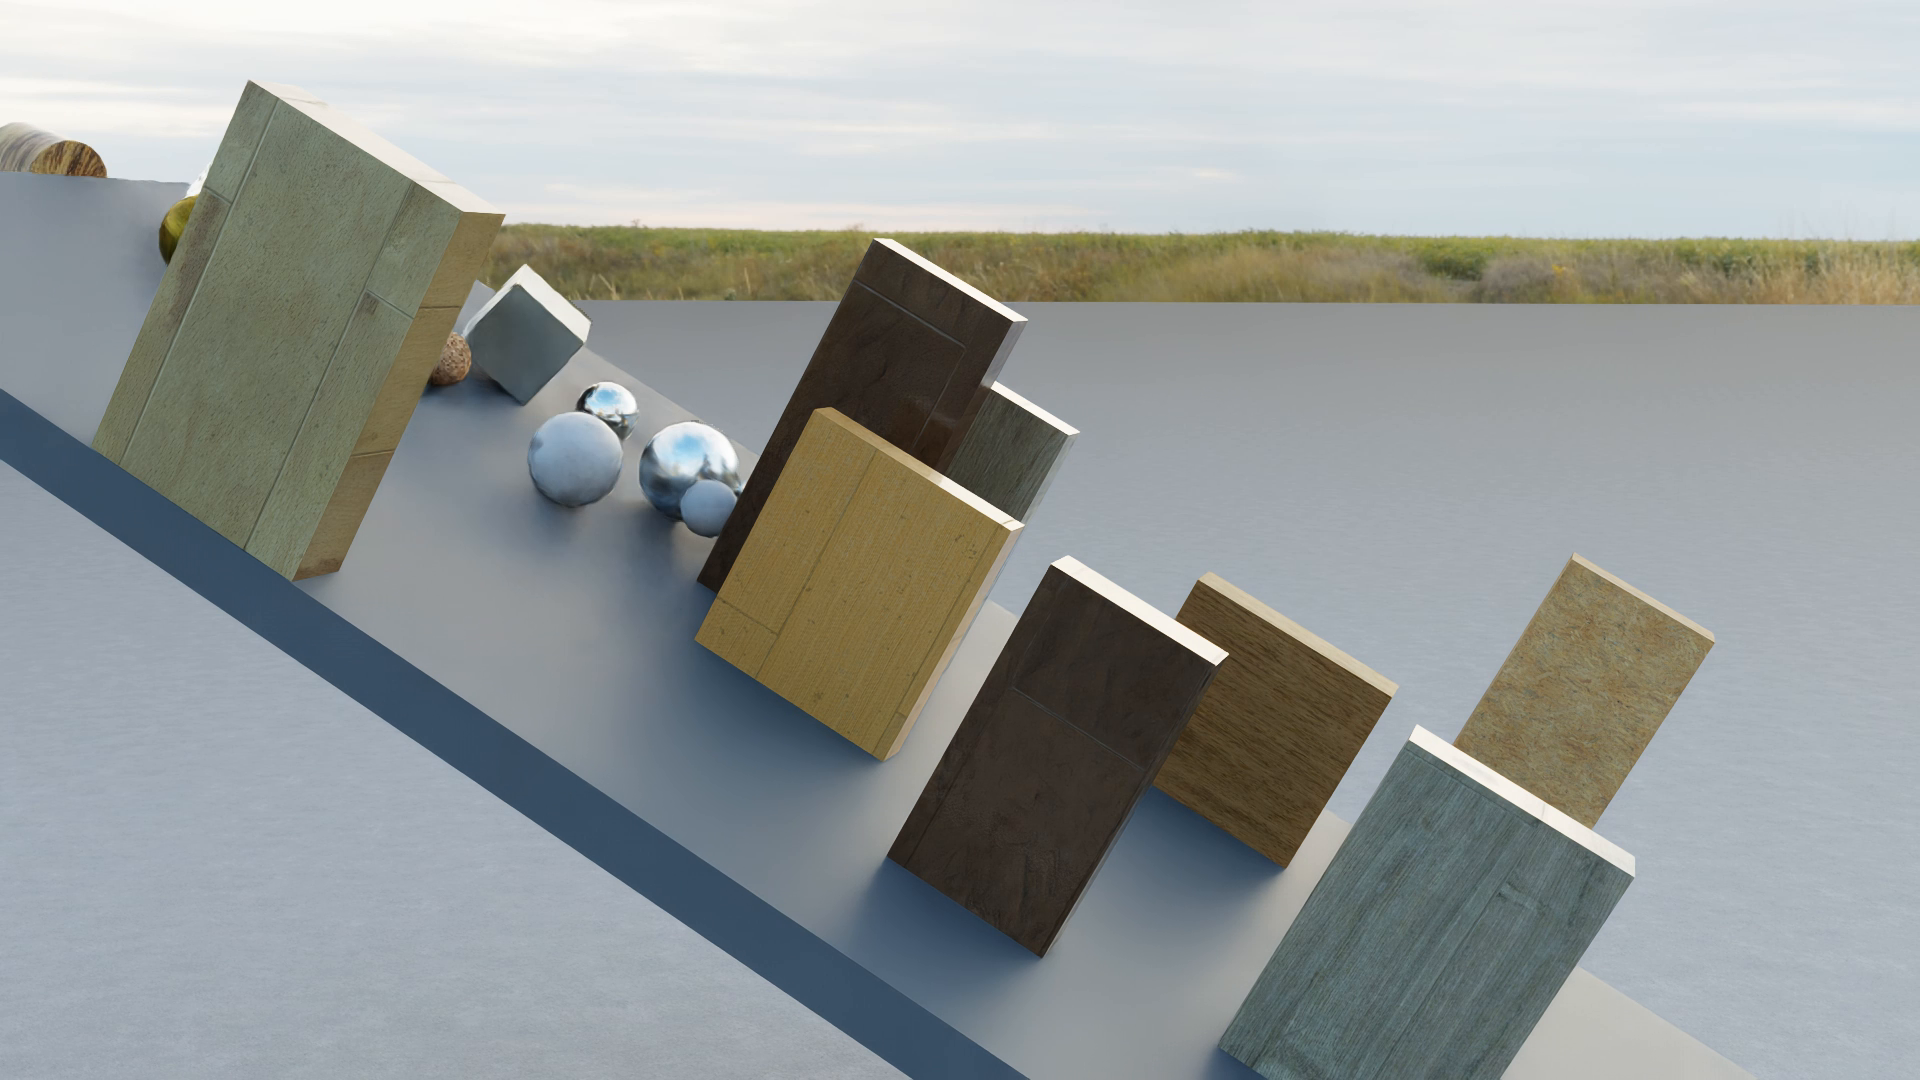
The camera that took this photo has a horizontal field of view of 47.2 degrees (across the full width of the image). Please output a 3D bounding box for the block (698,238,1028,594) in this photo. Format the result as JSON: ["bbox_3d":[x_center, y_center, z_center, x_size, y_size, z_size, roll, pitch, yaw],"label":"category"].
[{"bbox_3d":[-0.189,-0.164,4.130,0.305,0.741,0.101,32,15,11],"label":"block"}]

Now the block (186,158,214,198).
[{"bbox_3d":[-1.497,-0.689,4.519,0.148,0.148,0.148,34,31,-27],"label":"block"}]

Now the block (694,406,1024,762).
[{"bbox_3d":[-0.181,0.076,3.857,0.407,0.475,0.083,32,15,11],"label":"block"}]

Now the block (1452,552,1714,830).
[{"bbox_3d":[1.234,0.446,4.651,0.327,0.776,0.125,32,15,11],"label":"block"}]

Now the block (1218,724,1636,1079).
[{"bbox_3d":[0.716,0.639,3.401,0.380,0.582,0.119,32,15,11],"label":"block"}]

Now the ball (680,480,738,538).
[{"bbox_3d":[-0.481,-0.060,4.223,0.111,0.111,0.111,0,7,0],"label":"ball"}]

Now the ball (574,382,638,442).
[{"bbox_3d":[-0.748,-0.267,4.653,0.134,0.134,0.134,0,7,0],"label":"ball"}]

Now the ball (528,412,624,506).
[{"bbox_3d":[-0.734,-0.154,4.199,0.180,0.180,0.180,0,7,0],"label":"ball"}]

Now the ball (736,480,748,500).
[{"bbox_3d":[-0.383,-0.051,4.468,0.173,0.173,0.173,0,7,0],"label":"ball"}]

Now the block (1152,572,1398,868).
[{"bbox_3d":[0.582,0.361,4.447,0.444,0.413,0.130,32,15,11],"label":"block"}]

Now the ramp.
[{"bbox_3d":[-0.197,0.325,4.134,4.000,0.100,2.000,32,15,11],"label":"ramp"}]

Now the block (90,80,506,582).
[{"bbox_3d":[-1.006,-0.314,3.326,0.400,0.628,0.126,32,15,11],"label":"block"}]

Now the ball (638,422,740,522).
[{"bbox_3d":[-0.545,-0.135,4.423,0.203,0.203,0.203,0,7,0],"label":"ball"}]

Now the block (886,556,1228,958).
[{"bbox_3d":[0.149,0.338,3.435,0.294,0.547,0.107,32,15,11],"label":"block"}]

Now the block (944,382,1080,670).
[{"bbox_3d":[-0.061,-0.066,4.404,0.371,0.559,0.089,32,15,11],"label":"block"}]

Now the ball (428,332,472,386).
[{"bbox_3d":[-1.052,-0.370,4.469,0.117,0.117,0.117,0,7,0],"label":"ball"}]

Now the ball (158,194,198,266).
[{"bbox_3d":[-1.468,-0.584,4.289,0.180,0.180,0.180,0,7,0],"label":"ball"}]

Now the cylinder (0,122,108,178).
[{"bbox_3d":[-1.941,-0.774,4.654,0.186,0.186,0.186,22,18,33],"label":"cylinder"}]

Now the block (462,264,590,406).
[{"bbox_3d":[-0.930,-0.440,4.699,0.189,0.189,0.189,43,10,-17],"label":"block"}]
